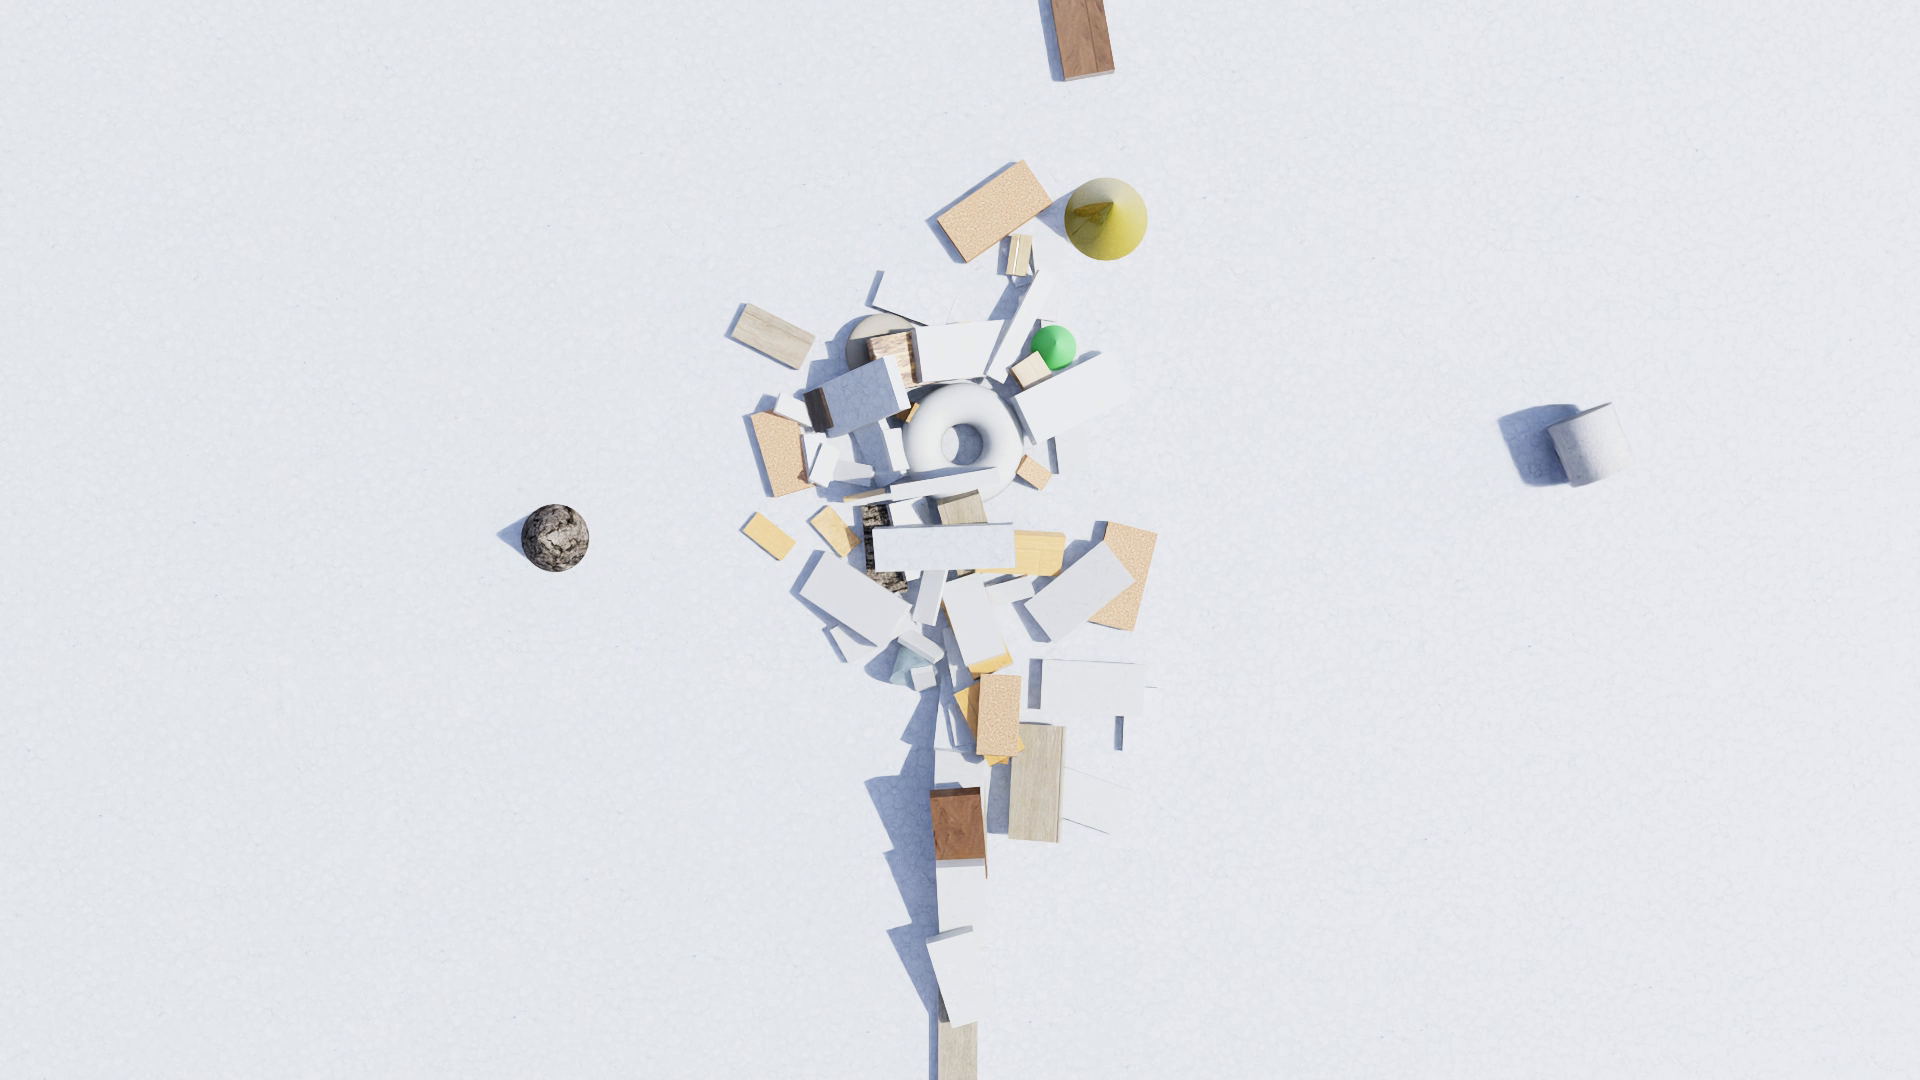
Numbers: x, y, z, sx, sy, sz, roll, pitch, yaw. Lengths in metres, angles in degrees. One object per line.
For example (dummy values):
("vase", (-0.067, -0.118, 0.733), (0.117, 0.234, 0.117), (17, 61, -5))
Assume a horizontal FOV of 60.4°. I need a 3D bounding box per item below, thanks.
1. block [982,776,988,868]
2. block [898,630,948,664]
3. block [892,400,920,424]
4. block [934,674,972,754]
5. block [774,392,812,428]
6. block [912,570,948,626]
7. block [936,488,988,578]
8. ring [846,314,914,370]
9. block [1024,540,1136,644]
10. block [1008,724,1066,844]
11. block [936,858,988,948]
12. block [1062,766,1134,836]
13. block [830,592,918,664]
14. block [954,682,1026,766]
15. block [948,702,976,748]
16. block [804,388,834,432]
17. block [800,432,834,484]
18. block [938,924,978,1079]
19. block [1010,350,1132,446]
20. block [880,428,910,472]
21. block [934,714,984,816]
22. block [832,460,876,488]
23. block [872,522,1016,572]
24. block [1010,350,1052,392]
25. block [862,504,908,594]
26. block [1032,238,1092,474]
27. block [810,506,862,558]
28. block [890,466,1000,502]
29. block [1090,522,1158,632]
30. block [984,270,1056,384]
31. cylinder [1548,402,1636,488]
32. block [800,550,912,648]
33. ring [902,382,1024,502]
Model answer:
("block", (0.006, 0.944, 5.440), (0.162, 0.046, 0.324), (-2, 90, 0))
("block", (-0.124, 0.350, 5.439), (0.149, 0.075, 0.021), (30, 122, 20))
("block", (-0.186, -0.430, 5.438), (0.019, 0.135, 0.068), (27, 90, -33))
("block", (-0.011, 0.574, 5.435), (0.124, 0.035, 0.248), (6, 67, 0))
("block", (-0.545, -0.429, 5.452), (0.136, 0.019, 0.068), (23, 70, -26))
("block", (-0.092, 0.157, 5.419), (0.075, 0.021, 0.240), (12, 87, 23))
("block", (0.029, -0.017, 5.418), (0.142, 0.040, 0.284), (-17, 117, 0))
("ring", (-0.251, -0.622, 5.457), (0.258, 0.086, 0.258), (0, 87, -1))
("block", (0.395, 0.174, 5.437), (0.336, 0.048, 0.168), (-39, 79, 8))
("block", (0.255, 0.798, 5.431), (0.169, 0.048, 0.377), (2, 86, 12))
("block", (0.008, 1.187, 5.381), (0.158, 0.045, 0.315), (-2, 113, 0))
("block", (0.405, 0.856, 5.478), (0.315, 0.045, 0.158), (19, 90, 0))
("block", (-0.285, 0.290, 5.462), (0.259, 0.037, 0.130), (-30, 90, 9))
("block", (0.096, 0.590, 5.355), (0.130, 0.037, 0.259), (-27, 77, 0))
("block", (0.006, 0.601, 5.394), (0.071, 0.020, 0.142), (-9, 68, -6))
("block", (-0.467, -0.429, 5.447), (0.068, 0.019, 0.136), (-17, 90, 32))
("block", (-0.473, -0.270, 5.464), (0.081, 0.023, 0.162), (-7, 85, -30))
("block", (-0.005, 1.370, 5.482), (0.130, 0.037, 0.989), (0, 90, 0))
("block", (0.367, -0.468, 5.414), (0.375, 0.049, 0.173), (-27, 96, -17))
("block", (-0.210, -0.294, 5.387), (0.069, 0.020, 0.139), (-11, 82, -35))
("block", (0.000, 0.737, 5.412), (0.162, 0.046, 0.324), (1, 66, 1))
("block", (-0.353, -0.222, 5.468), (0.139, 0.020, 0.069), (11, 90, 19))
("block", (-0.051, 0.023, 5.363), (0.460, 0.040, 0.142), (-2, 103, 10))
("block", (0.265, -0.500, 5.425), (0.108, 0.031, 0.217), (-35, 98, -16))
("block", (-0.250, 0.031, 5.482), (0.130, 0.037, 0.297), (-5, 90, 0))
("block", (0.337, -0.611, 5.485), (0.108, 0.031, 0.777), (-7, 90, 0))
("block", (-0.412, -0.028, 5.489), (0.081, 0.023, 0.162), (-42, 90, 0))
("block", (-0.044, -0.181, 5.288), (0.346, 0.173, 0.049), (-10, 93, 1))
("block", (0.533, 0.121, 5.476), (0.168, 0.048, 0.336), (14, 90, 0))
("block", (0.198, -0.701, 5.419), (0.068, 0.019, 0.387), (28, 86, -23))
("cylinder", (2.065, -0.310, 5.394), (0.213, 0.213, 0.213), (-22, 90, 0))
("block", (-0.343, 0.195, 5.430), (0.338, 0.048, 0.169), (32, 92, 15))
("ring", (0.007, -0.315, 5.434), (0.409, 0.136, 0.409), (0, 90, -1))
